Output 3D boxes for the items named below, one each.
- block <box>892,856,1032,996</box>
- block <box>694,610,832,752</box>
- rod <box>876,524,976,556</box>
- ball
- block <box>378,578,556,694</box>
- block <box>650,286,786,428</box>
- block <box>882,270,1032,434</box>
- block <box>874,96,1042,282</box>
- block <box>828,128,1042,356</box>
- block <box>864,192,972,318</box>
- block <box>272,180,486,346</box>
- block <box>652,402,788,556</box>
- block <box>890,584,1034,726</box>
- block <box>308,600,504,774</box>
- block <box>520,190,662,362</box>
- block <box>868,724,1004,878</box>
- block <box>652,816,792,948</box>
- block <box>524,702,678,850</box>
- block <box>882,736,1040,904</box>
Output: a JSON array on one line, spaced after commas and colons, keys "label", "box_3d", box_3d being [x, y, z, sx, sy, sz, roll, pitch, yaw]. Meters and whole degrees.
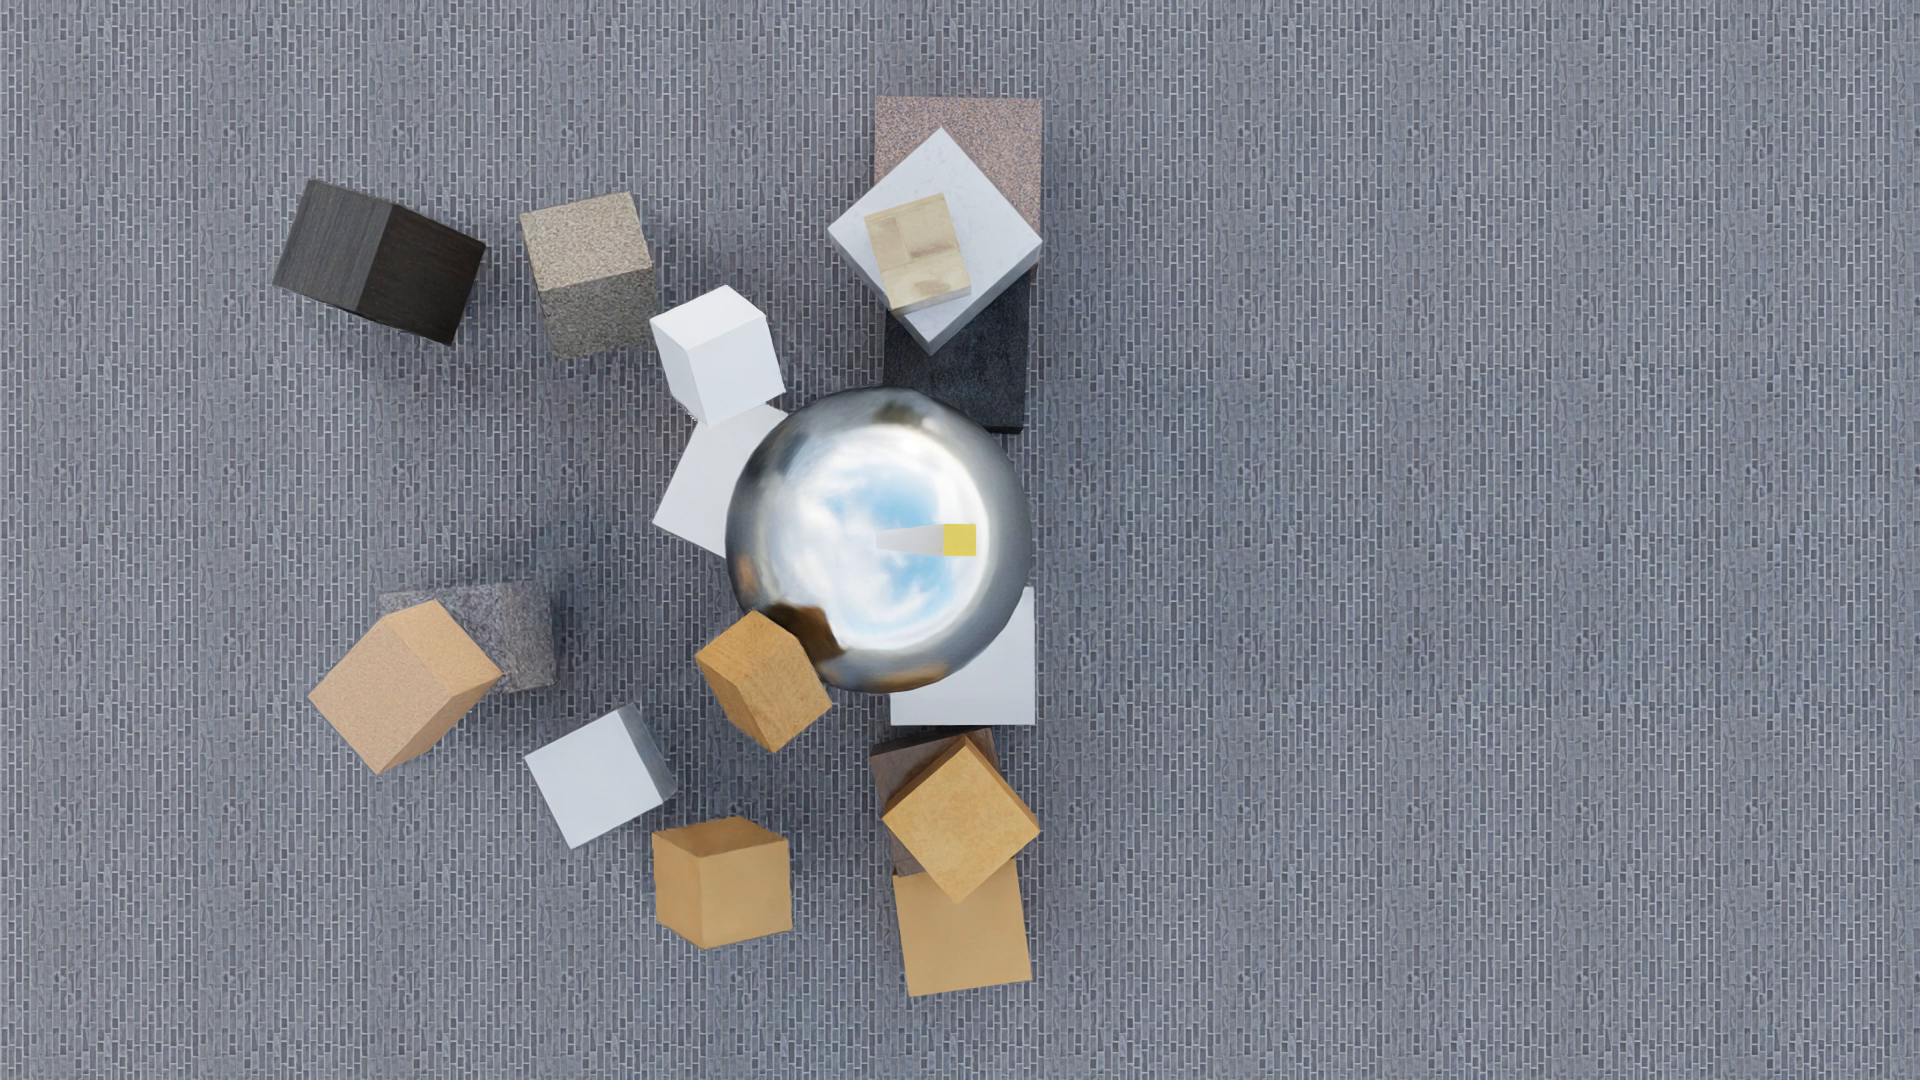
[{"label": "block", "box_3d": [0.012, 2.182, 12.689, 0.699, 0.622, 0.689, -8, 90, 0]}, {"label": "block", "box_3d": [-0.967, 0.692, 10.844, 0.382, 0.413, 0.463, -38, 128, -19]}, {"label": "rod", "box_3d": [-0.182, 0.000, 8.011, 0.080, 5.200, 0.080, 0, 90, -4]}, {"label": "ball", "box_3d": [-0.420, 0.000, 11.403, 1.600, 1.600, 1.600, 0, 90, 0]}, {"label": "block", "box_3d": [-2.813, 0.570, 12.606, 0.747, 0.612, 0.612, -5, 90, 15]}, {"label": "block", "box_3d": [-1.198, -0.910, 10.883, 0.435, 0.420, 0.454, -27, 128, -20]}, {"label": "block", "box_3d": [-0.022, -1.082, 12.596, 0.792, 0.809, 0.878, 3, 90, 0]}, {"label": "block", "box_3d": [-0.014, -1.986, 12.562, 0.918, 0.876, 0.906, 1, 90, 0]}, {"label": "block", "box_3d": [-0.129, -1.568, 11.713, 0.786, 0.820, 0.784, -42, 90, 0]}, {"label": "block", "box_3d": [-0.211, -1.431, 11.094, 0.414, 0.418, 0.483, -17, 90, 0]}, {"label": "block", "box_3d": [-3.290, -1.568, 12.490, 0.703, 0.756, 0.626, 19, 89, 31]}, {"label": "block", "box_3d": [-1.104, -0.291, 12.514, 0.750, 0.786, 0.865, 25, 90, 17]}, {"label": "block", "box_3d": [0.013, 0.648, 12.629, 0.804, 0.742, 0.766, 0, 90, 0]}, {"label": "block", "box_3d": [-3.026, 0.796, 12.028, 0.651, 0.598, 0.571, -44, 85, 16]}, {"label": "block", "box_3d": [-2.089, -1.500, 12.511, 0.636, 0.577, 0.626, -14, 54, -9]}, {"label": "block", "box_3d": [-0.086, 1.464, 12.630, 0.697, 0.741, 0.695, -14, 90, 0]}, {"label": "block", "box_3d": [-1.337, 1.909, 12.348, 0.548, 0.619, 0.514, -8, 100, -31]}, {"label": "block", "box_3d": [-2.060, 1.349, 12.688, 0.585, 0.617, 0.586, -27, 90, 1]}, {"label": "block", "box_3d": [0.005, 1.507, 11.936, 0.588, 0.647, 0.604, -41, 90, 0]}]
